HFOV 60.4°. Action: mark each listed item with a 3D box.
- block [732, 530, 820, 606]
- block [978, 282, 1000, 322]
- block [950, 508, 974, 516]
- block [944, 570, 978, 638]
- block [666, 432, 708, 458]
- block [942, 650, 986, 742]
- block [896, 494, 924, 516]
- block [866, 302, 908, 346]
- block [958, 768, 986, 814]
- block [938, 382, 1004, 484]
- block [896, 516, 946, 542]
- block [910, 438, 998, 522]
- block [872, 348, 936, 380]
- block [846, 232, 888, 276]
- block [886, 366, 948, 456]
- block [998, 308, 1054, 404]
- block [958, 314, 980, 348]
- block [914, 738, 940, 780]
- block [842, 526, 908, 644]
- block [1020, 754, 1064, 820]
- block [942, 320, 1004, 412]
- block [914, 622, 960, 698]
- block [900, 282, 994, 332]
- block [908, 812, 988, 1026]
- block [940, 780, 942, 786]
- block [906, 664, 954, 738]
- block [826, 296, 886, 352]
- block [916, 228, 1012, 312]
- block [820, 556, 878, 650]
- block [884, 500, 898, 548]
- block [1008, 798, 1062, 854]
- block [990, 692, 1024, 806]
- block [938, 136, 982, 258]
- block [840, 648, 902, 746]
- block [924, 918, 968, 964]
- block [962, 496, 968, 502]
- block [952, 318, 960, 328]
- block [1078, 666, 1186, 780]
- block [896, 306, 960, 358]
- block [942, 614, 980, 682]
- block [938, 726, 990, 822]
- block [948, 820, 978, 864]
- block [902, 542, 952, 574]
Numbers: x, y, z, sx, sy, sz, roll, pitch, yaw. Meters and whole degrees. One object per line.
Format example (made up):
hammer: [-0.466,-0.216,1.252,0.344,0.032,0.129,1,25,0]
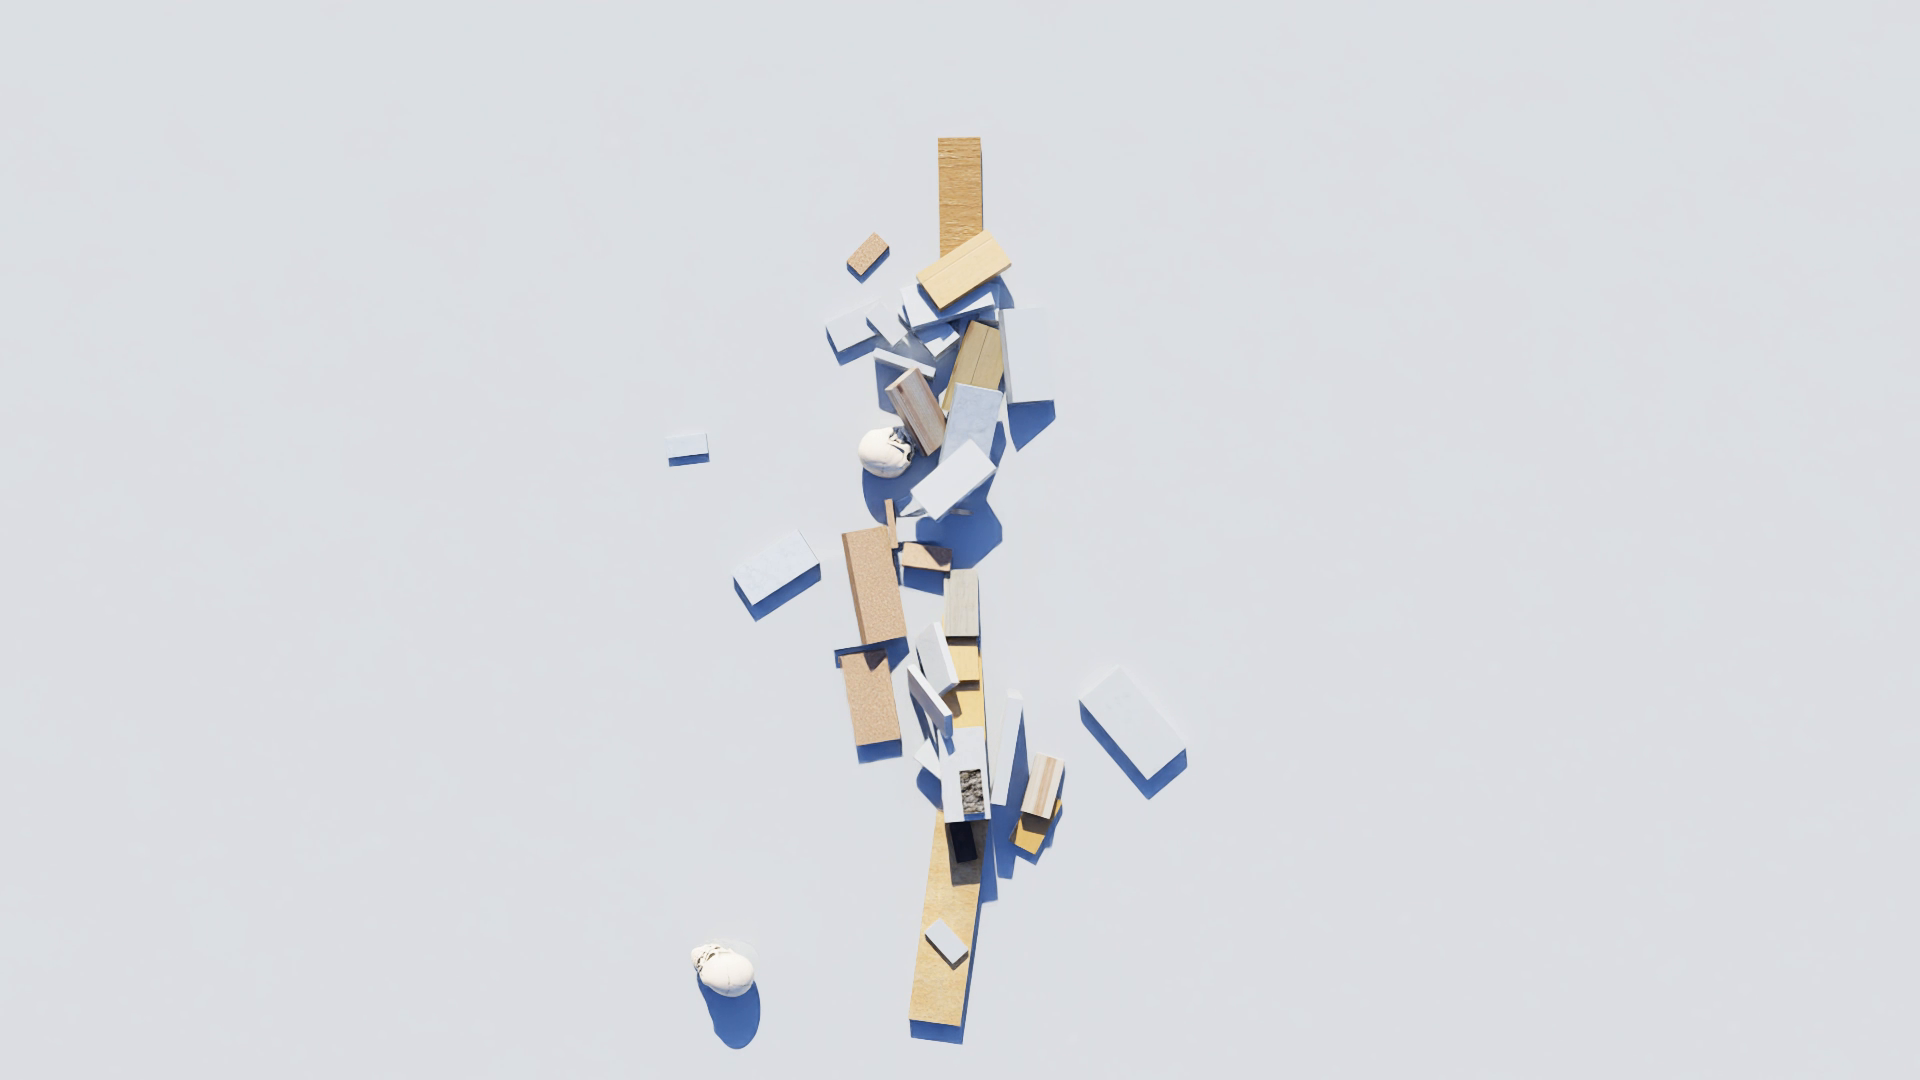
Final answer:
block: [-0.613,0.091,5.481,0.262,0.037,0.131,-33,90,0]
block: [0.097,-0.788,5.469,0.065,0.018,0.130,5,75,-10]
block: [-0.005,-0.095,5.437,0.056,0.112,0.016,7,92,26]
block: [0.004,0.210,5.453,0.113,0.032,0.225,-1,73,0]
block: [-0.909,-0.314,5.490,0.136,0.019,0.068,-7,90,0]
block: [0.002,0.516,5.431,0.148,0.042,0.297,-2,73,-3]
block: [-0.155,-0.124,5.492,0.112,0.016,0.056,-23,90,0]
block: [-0.242,-0.714,5.461,0.068,0.019,0.136,-42,90,0]
block: [0.039,0.808,5.304,0.069,0.020,0.139,-6,86,-4]
block: [0.031,-0.352,5.431,0.153,0.043,0.307,10,101,-14]
block: [-0.130,-0.037,5.489,0.161,0.023,0.081,-3,90,0]
block: [-0.020,-0.194,5.383,0.262,0.037,0.131,-41,75,0]
block: [-0.182,-0.582,5.448,0.210,0.105,0.030,19,90,0]
block: [-0.307,-0.953,5.490,0.068,0.019,0.136,44,90,0]
block: [-0.131,-0.420,5.401,0.131,0.037,0.262,-43,118,-27]
block: [0.219,-0.610,5.449,0.153,0.043,0.307,-6,90,-23]
block: [0.028,-0.697,5.471,0.065,0.018,0.130,3,94,-15]
block: [-0.063,0.738,5.437,0.167,0.024,0.084,39,75,9]
block: [-0.282,0.148,5.444,0.149,0.042,0.372,-11,91,-28]
block: [0.274,0.815,5.462,0.098,0.028,0.195,17,77,-2]
block: [0.057,-0.555,5.459,0.153,0.043,0.307,18,90,-15]
block: [-0.077,0.394,5.403,0.032,0.113,0.225,5,55,-38]
block: [-0.041,-0.797,5.439,0.284,0.040,0.142,-16,75,-2]
block: [-0.038,1.255,5.475,0.173,0.049,0.686,8,90,0]
block: [0.008,0.705,5.416,0.148,0.042,0.297,-2,73,-3]
block: [-0.098,0.523,5.366,0.028,0.278,0.098,-18,129,-21]
block: [-0.331,-0.716,5.485,0.210,0.030,0.105,-25,90,0]
block: [0.012,-0.884,5.414,0.284,0.040,0.142,-34,80,-7]
block: [-0.369,0.205,5.479,0.149,0.042,0.299,-9,90,0]
block: [-0.227,-0.053,5.459,0.023,0.081,0.161,-8,90,-3]
block: [0.251,0.934,5.486,0.098,0.028,0.195,28,90,0]
block: [0.152,0.683,5.413,0.049,0.173,0.347,10,90,0]
block: [0.001,-1.118,5.480,0.142,0.040,0.431,-1,90,0]
block: [-0.295,0.522,5.479,0.149,0.042,0.299,-10,90,0]
block: [-0.045,1.321,5.441,0.069,0.020,0.139,-42,90,0]
block: [-0.010,-0.168,5.456,0.056,0.016,0.112,-10,132,3]
block: [0.008,-0.772,5.491,0.065,0.018,0.130,5,90,0]
block: [0.574,0.605,5.475,0.173,0.049,0.347,-40,90,0]
block: [-0.104,-0.713,5.462,0.105,0.030,0.210,-39,77,0]
block: [0.000,0.357,5.443,0.112,0.032,0.225,-2,70,-3]
block: [0.012,0.757,5.338,0.149,0.042,0.297,-4,86,-4]
block: [0.010,0.990,5.441,0.069,0.020,0.139,-12,90,0]
block: [-0.110,0.060,5.471,0.161,0.023,0.081,8,67,2]
